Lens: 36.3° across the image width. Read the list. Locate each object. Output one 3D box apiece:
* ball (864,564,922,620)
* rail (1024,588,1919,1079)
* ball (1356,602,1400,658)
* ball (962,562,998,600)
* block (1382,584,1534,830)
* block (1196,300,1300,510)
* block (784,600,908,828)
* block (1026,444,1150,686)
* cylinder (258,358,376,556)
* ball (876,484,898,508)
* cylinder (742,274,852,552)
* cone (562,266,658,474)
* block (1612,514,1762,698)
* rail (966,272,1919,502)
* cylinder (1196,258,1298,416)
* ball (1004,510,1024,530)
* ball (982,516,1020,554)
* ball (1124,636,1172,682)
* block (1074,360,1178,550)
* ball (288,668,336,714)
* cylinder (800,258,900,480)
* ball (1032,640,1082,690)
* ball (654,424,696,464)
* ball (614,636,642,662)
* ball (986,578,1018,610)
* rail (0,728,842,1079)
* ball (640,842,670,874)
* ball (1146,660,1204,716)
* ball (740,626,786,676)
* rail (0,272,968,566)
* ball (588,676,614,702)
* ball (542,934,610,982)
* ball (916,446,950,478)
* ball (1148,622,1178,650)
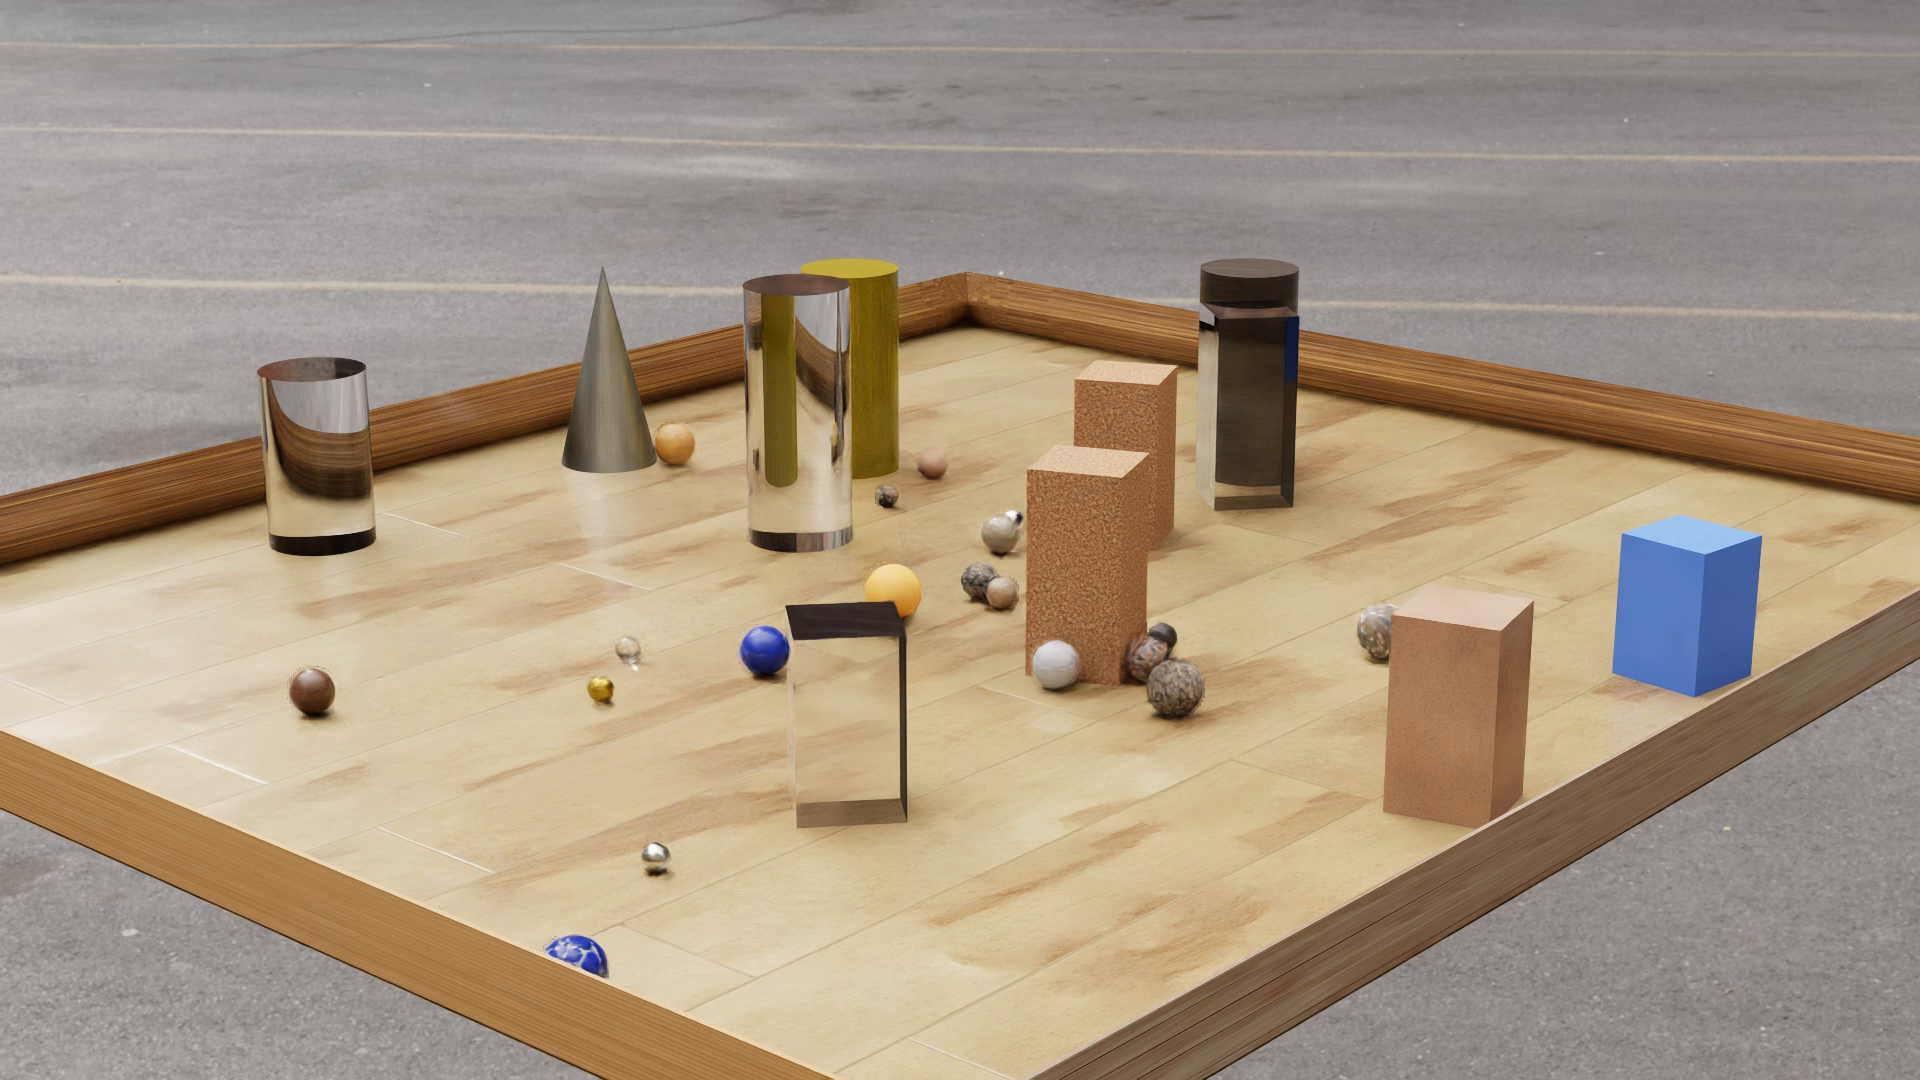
[{"bbox_3d":[-0.114,0.089,4.984,0.098,0.098,0.098,0,17,0],"label":"ball"},{"bbox_3d":[1.052,0.295,4.246,0.045,0.127,3.310,14,22,39],"label":"rail"},{"bbox_3d":[0.696,0.148,4.800,0.091,0.091,0.091,0,17,0],"label":"ball"},{"bbox_3d":[0.035,0.071,5.094,0.065,0.065,0.065,0,17,0],"label":"ball"},{"bbox_3d":[0.707,0.235,4.157,0.157,0.295,0.157,8,19,26],"label":"block"},{"bbox_3d":[0.553,-0.262,5.666,0.157,0.376,0.157,-3,17,-9],"label":"block"},{"bbox_3d":[-0.162,0.246,4.153,0.157,0.278,0.157,-2,17,-7],"label":"block"},{"bbox_3d":[0.205,0.039,4.720,0.157,0.346,0.157,6,18,18],"label":"block"},{"bbox_3d":[-1.183,-0.155,5.397,0.196,0.327,0.196,0,17,0],"label":"cylinder"},{"bbox_3d":[-0.140,-0.085,5.657,0.043,0.043,0.043,0,17,0],"label":"ball"},{"bbox_3d":[-0.297,-0.234,5.397,0.196,0.479,0.196,0,17,0],"label":"cylinder"},{"bbox_3d":[-0.716,-0.357,5.929,0.196,0.407,0.196,0,17,0],"label":"cone"},{"bbox_3d":[1.164,0.104,4.697,0.157,0.236,0.157,-15,22,-40],"label":"block"},{"bbox_3d":[1.069,-0.324,6.299,2.833,0.127,0.045,14,22,39],"label":"rail"},{"bbox_3d":[0.576,-0.346,5.892,0.196,0.408,0.196,0,17,0],"label":"cylinder"},{"bbox_3d":[0.099,-0.036,5.497,0.042,0.042,0.042,0,17,0],"label":"ball"},{"bbox_3d":[0.074,-0.010,5.364,0.070,0.070,0.070,0,17,0],"label":"ball"},{"bbox_3d":[0.302,0.191,4.685,0.076,0.076,0.076,0,17,0],"label":"ball"},{"bbox_3d":[0.306,-0.158,5.431,0.157,0.313,0.157,5,17,16],"label":"block"},{"bbox_3d":[-1.005,0.235,4.548,0.071,0.071,0.071,0,17,0],"label":"ball"},{"bbox_3d":[-0.220,-0.345,5.885,0.196,0.408,0.196,0,17,0],"label":"cylinder"},{"bbox_3d":[0.154,0.198,4.656,0.078,0.078,0.078,0,17,0],"label":"ball"},{"bbox_3d":[-0.578,-0.195,5.949,0.084,0.084,0.084,0,17,0],"label":"ball"},{"bbox_3d":[-0.541,0.179,4.781,0.043,0.043,0.043,0,17,0],"label":"ball"},{"bbox_3d":[0.072,0.091,5.051,0.055,0.055,0.055,0,17,0],"label":"ball"},{"bbox_3d":[-1.069,0.387,3.941,2.833,0.127,0.045,14,22,39],"label":"rail"},{"bbox_3d":[-0.410,0.429,3.956,0.041,0.041,0.041,0,17,0],"label":"ball"},{"bbox_3d":[0.332,0.229,4.538,0.088,0.088,0.088,0,17,0],"label":"ball"},{"bbox_3d":[-0.315,0.178,4.720,0.080,0.080,0.080,0,17,0],"label":"ball"},{"bbox_3d":[-1.052,-0.232,5.994,0.045,0.127,3.310,14,22,39],"label":"rail"},{"bbox_3d":[-0.564,0.234,4.602,0.042,0.042,0.042,0,17,0],"label":"ball"},{"bbox_3d":[-0.469,0.523,3.566,0.086,0.086,0.086,0,17,0],"label":"ball"},{"bbox_3d":[-0.054,-0.156,5.852,0.066,0.066,0.066,0,17,0],"label":"ball"},{"bbox_3d":[0.333,0.161,4.829,0.049,0.049,0.049,0,17,0],"label":"ball"}]
